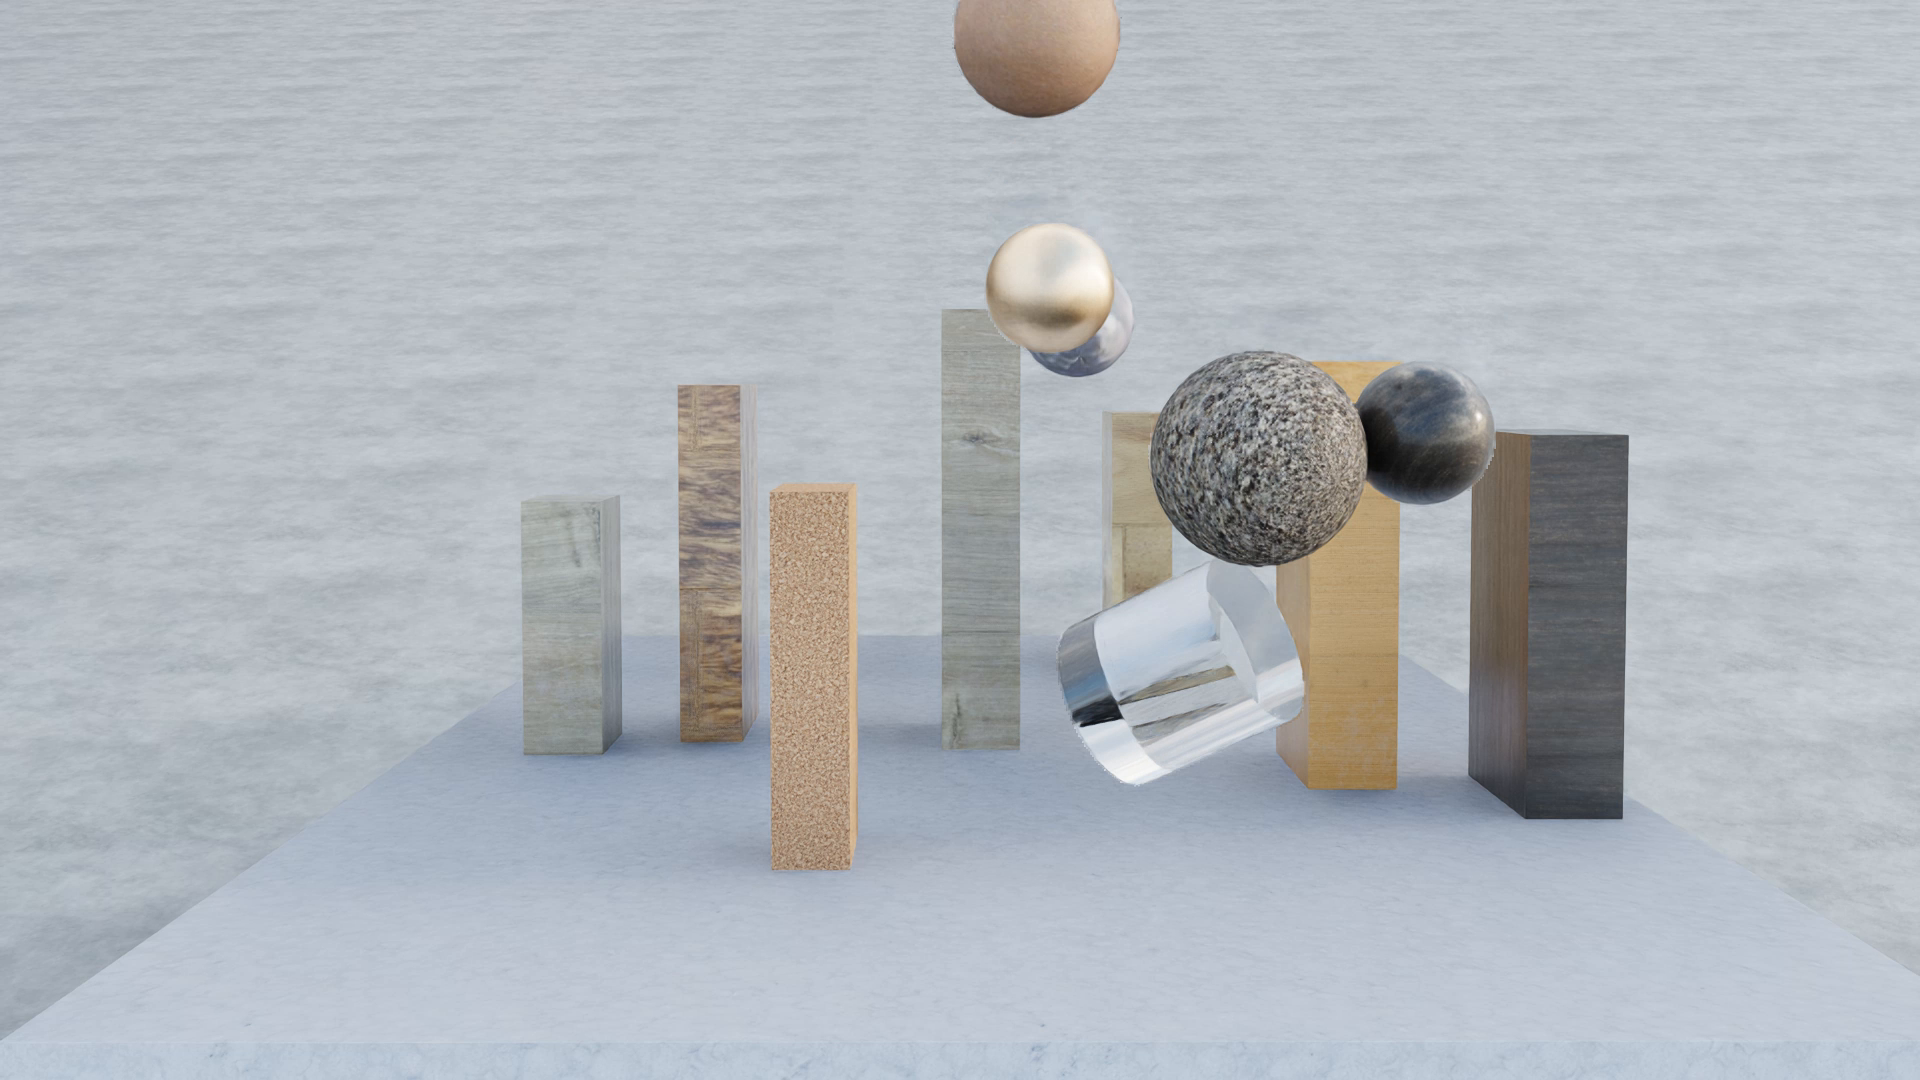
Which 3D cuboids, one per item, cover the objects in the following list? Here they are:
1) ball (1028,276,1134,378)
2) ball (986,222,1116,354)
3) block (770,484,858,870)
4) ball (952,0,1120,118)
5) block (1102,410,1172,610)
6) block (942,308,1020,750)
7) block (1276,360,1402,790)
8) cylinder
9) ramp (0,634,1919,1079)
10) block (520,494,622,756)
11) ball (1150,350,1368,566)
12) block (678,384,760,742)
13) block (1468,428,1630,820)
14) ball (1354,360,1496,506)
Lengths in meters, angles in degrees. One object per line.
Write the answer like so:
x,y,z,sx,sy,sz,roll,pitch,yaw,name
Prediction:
0.129,-0.243,2.832,0.126,0.126,0.126,0,20,0,ball
0.091,-0.255,2.596,0.131,0.131,0.131,0,20,0,ball
-0.199,0.179,3.539,0.105,0.504,0.276,0,4,0,block
0.065,-0.430,2.177,0.142,0.142,0.142,0,20,0,ball
0.403,-0.007,5.893,0.132,0.575,0.405,0,4,0,block
0.036,-0.028,4.676,0.138,0.773,0.366,0,4,0,block
0.624,0.044,4.268,0.141,0.681,0.413,0,4,0,block
0.246,0.145,2.855,0.196,0.196,0.196,-27,7,27,cylinder
0.046,0.418,4.535,2.000,0.100,4.000,0,4,0,ramp
-0.690,0.145,4.577,0.137,0.440,0.267,0,4,0,block
0.289,-0.079,2.480,0.209,0.209,0.209,0,20,0,ball
-0.448,0.031,4.792,0.111,0.641,0.397,0,4,0,block
0.910,0.116,4.000,0.145,0.570,0.425,0,4,0,block
0.455,-0.105,2.533,0.142,0.142,0.142,0,20,0,ball
